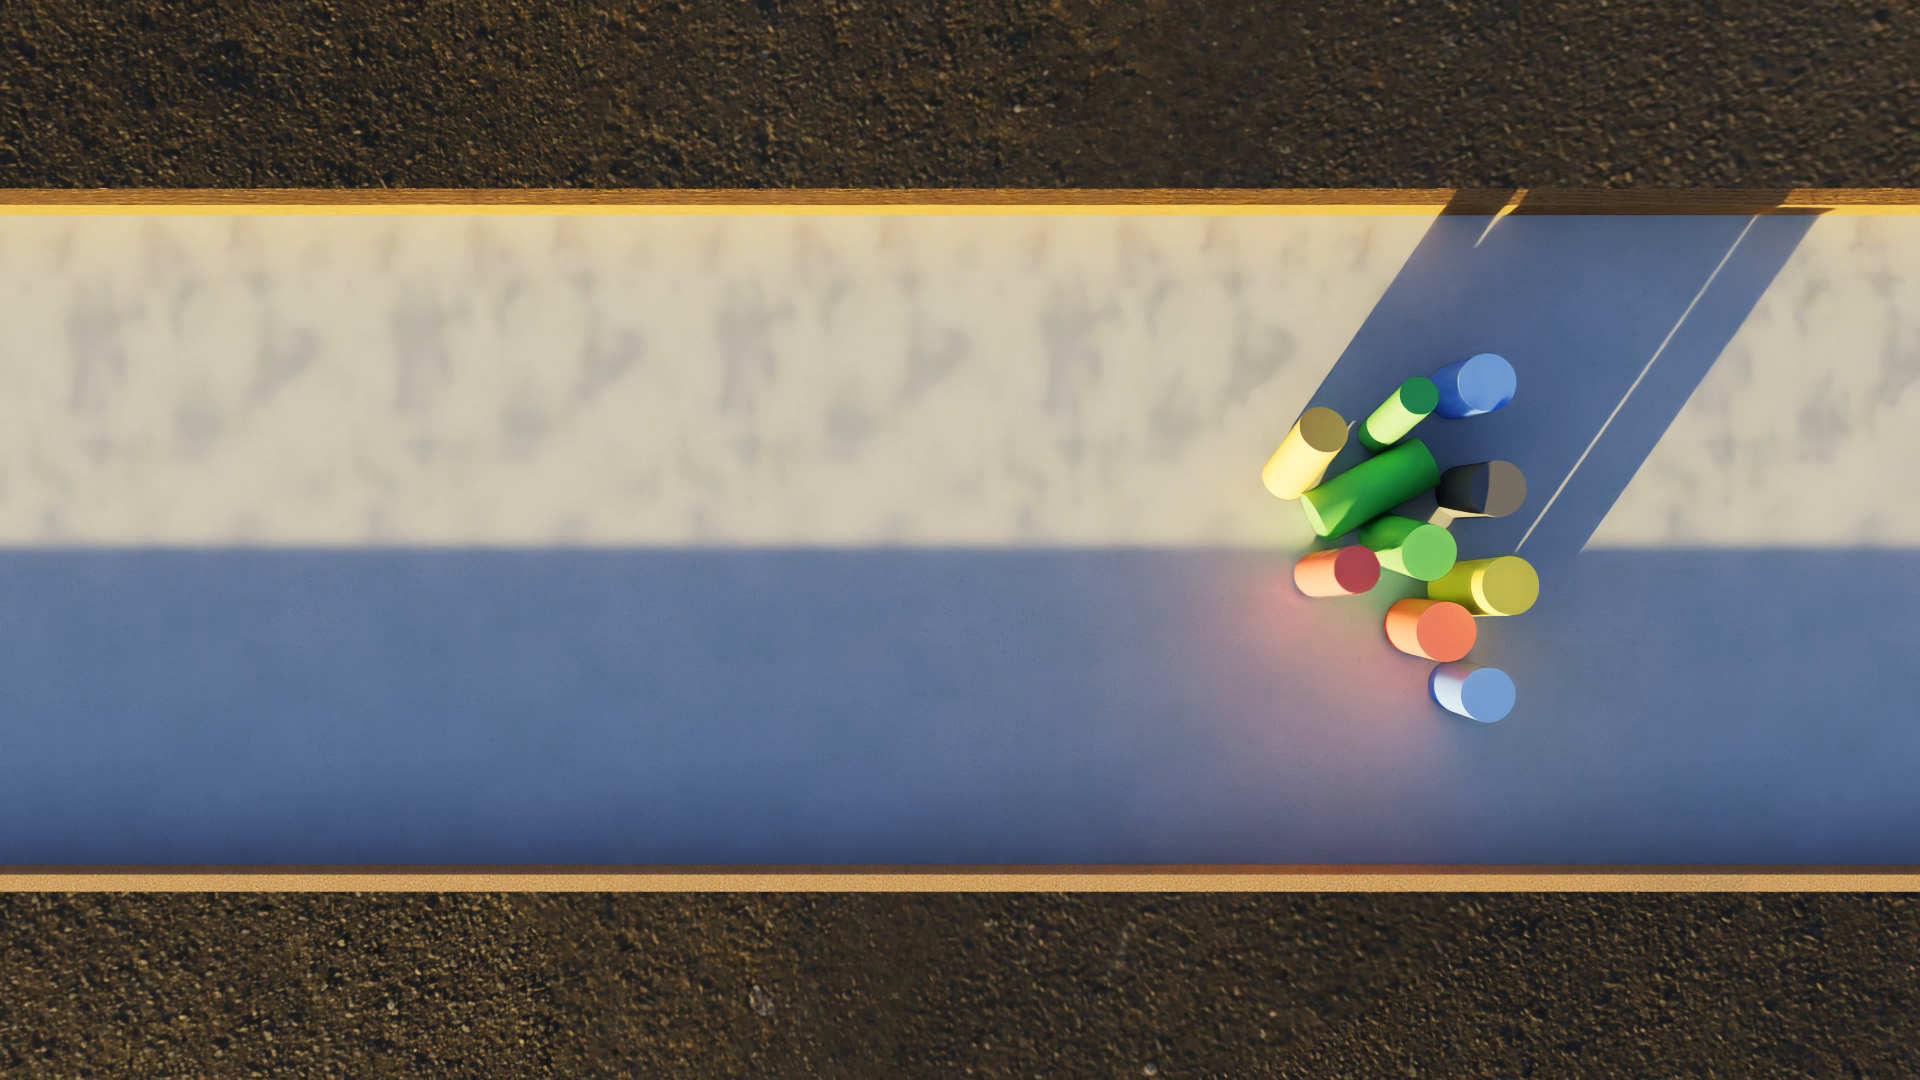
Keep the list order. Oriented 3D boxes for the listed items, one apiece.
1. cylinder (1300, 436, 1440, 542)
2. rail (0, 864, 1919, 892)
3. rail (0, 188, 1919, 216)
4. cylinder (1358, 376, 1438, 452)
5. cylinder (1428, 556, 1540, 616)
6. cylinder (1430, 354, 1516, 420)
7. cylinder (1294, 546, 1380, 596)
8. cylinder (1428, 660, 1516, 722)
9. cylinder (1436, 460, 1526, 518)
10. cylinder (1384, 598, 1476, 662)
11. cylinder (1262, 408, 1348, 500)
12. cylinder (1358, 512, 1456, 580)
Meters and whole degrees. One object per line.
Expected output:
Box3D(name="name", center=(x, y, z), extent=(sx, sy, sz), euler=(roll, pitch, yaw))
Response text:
Box3D(name="cylinder", center=(1.242, -0.153, 4.994), extent=(0.380, 0.165, 0.165), euler=(-27, 90, 0))
Box3D(name="rail", center=(-2.247, 1.025, 5.001), extent=(12.000, 0.150, 0.050), euler=(0, 90, 0))
Box3D(name="rail", center=(-2.247, -1.025, 5.002), extent=(12.000, 0.150, 0.050), euler=(0, 90, 0))
Box3D(name="cylinder", center=(1.282, -0.364, 4.843), extent=(0.111, 0.455, 0.111), euler=(0, 80, -1))
Box3D(name="cylinder", center=(1.535, 0.140, 4.859), extent=(0.167, 0.421, 0.167), euler=(0, 87, -5))
Box3D(name="cylinder", center=(1.518, -0.453, 4.911), extent=(0.167, 0.331, 0.167), euler=(0, 90, 0))
Box3D(name="cylinder", center=(1.111, 0.094, 4.875), extent=(0.137, 0.391, 0.137), euler=(0, 87, -5))
Box3D(name="cylinder", center=(1.520, 0.446, 4.911), extent=(0.158, 0.330, 0.158), euler=(0, 90, 0))
Box3D(name="cylinder", center=(1.543, -0.147, 4.901), extent=(0.163, 0.350, 0.163), euler=(0, 90, 0))
Box3D(name="cylinder", center=(1.389, 0.263, 4.893), extent=(0.172, 0.366, 0.172), euler=(0, 90, 0))
Box3D(name="cylinder", center=(1.021, -0.254, 4.895), extent=(0.147, 0.333, 0.147), euler=(3, 67, -8))
Box3D(name="cylinder", center=(1.319, 0.017, 4.882), extent=(0.163, 0.369, 0.163), euler=(-1, 96, -6))
